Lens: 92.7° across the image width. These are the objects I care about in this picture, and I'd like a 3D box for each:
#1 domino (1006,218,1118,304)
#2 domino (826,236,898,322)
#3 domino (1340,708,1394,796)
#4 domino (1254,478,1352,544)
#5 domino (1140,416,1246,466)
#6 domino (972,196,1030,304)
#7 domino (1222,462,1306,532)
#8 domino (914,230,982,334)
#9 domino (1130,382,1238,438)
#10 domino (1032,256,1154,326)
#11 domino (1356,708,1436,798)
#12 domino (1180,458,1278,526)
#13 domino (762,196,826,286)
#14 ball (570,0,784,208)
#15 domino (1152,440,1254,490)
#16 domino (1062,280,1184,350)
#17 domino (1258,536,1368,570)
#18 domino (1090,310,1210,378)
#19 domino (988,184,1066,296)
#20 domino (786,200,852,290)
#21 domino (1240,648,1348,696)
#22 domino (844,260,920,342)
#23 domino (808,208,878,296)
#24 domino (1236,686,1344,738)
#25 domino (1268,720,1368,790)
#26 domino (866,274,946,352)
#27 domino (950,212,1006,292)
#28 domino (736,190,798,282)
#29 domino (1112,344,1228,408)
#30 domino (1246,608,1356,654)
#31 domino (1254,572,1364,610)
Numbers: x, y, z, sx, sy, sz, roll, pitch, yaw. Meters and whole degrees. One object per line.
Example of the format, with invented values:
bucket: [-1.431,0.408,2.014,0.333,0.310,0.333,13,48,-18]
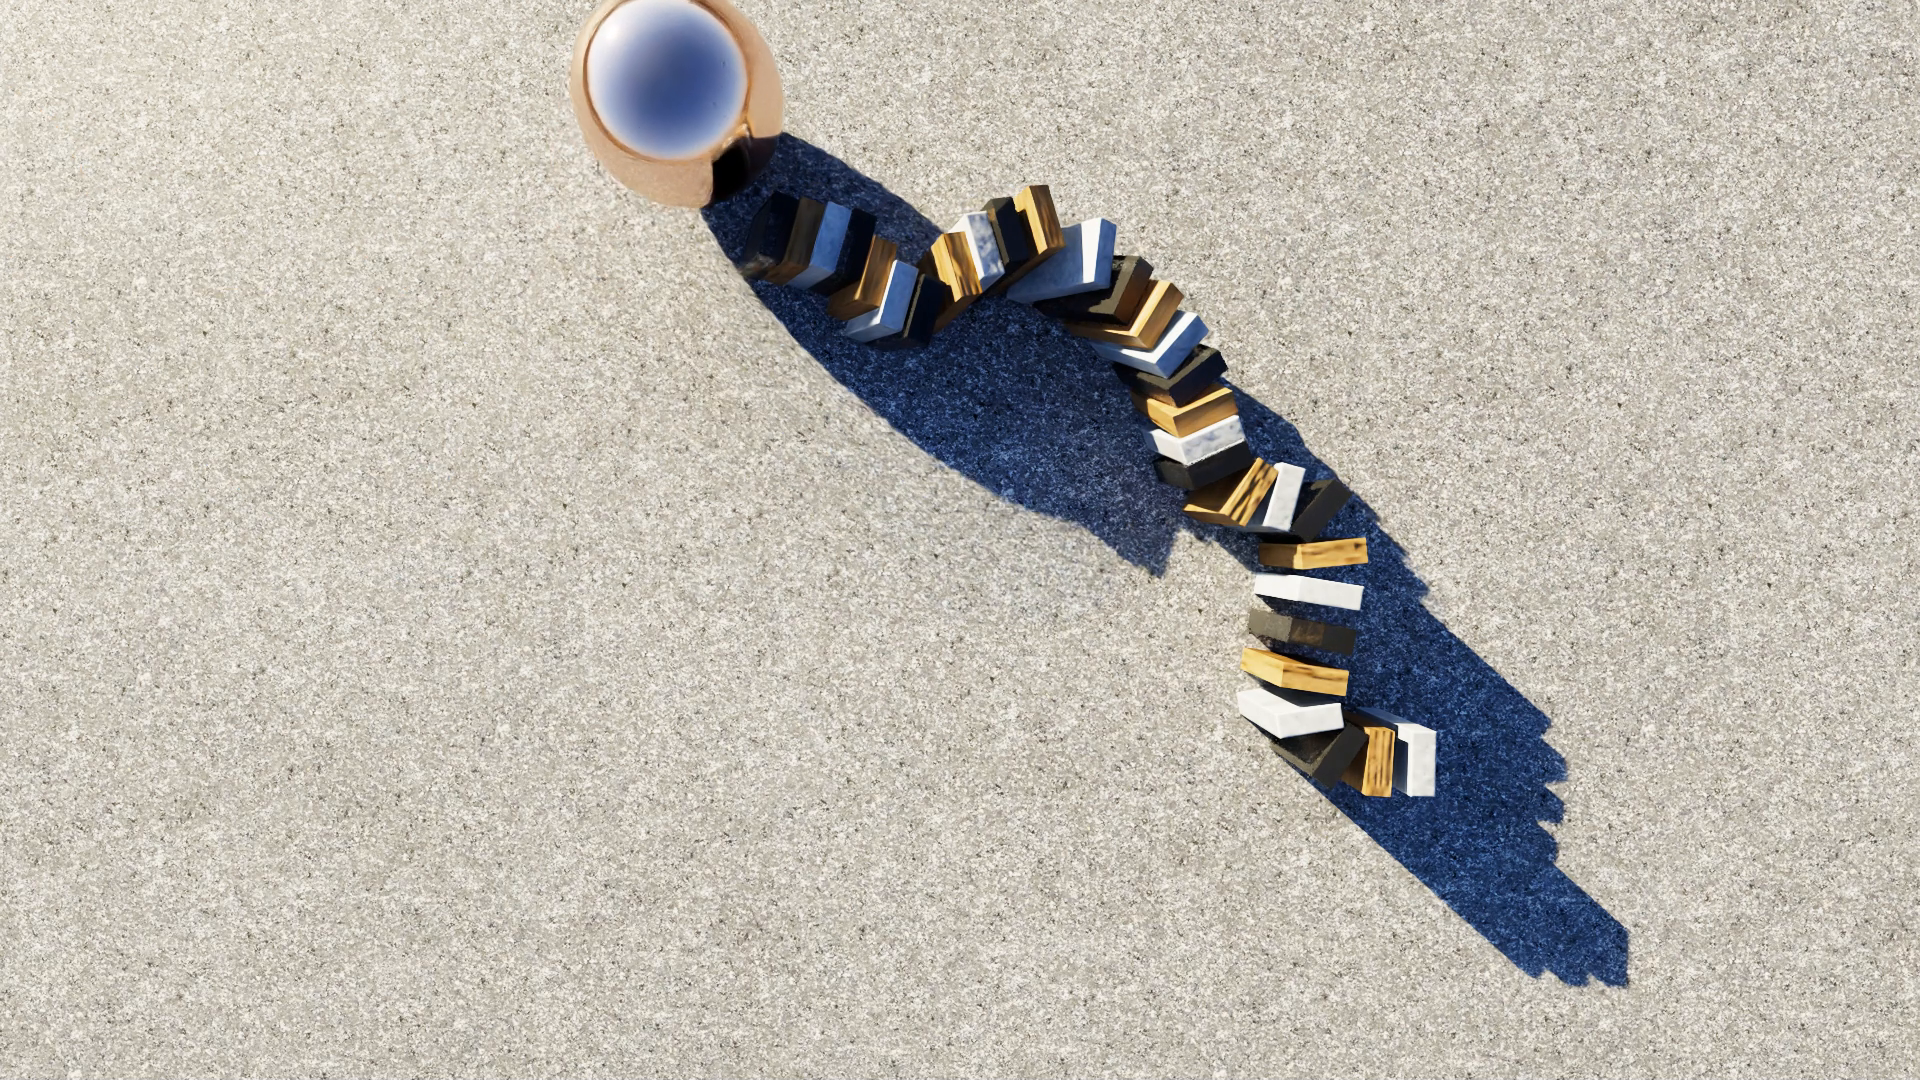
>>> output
domino: [0.041,-0.114,0.378,0.010,0.050,0.025,7,90,-40]
domino: [-0.041,-0.106,0.375,0.009,0.050,0.025,16,90,-24]
domino: [0.161,0.085,0.375,0.009,0.050,0.025,4,90,0]
domino: [0.138,-0.011,0.375,0.010,0.050,0.025,42,90,-1]
domino: [0.094,-0.044,0.375,0.025,0.050,0.010,-24,104,0]
domino: [0.010,-0.117,0.375,0.009,0.050,0.025,-17,90,-24]
domino: [0.123,-0.016,0.375,0.010,0.050,0.025,15,90,-2]
domino: [-0.008,-0.103,0.375,0.010,0.050,0.025,-17,90,-23]
domino: [0.090,-0.057,0.375,0.025,0.050,0.009,-24,113,0]
domino: [0.054,-0.104,0.378,0.010,0.050,0.025,25,90,-38]
domino: [0.177,0.086,0.375,0.009,0.050,0.025,1,90,0]
domino: [0.109,-0.020,0.375,0.010,0.050,0.025,32,90,-7]
domino: [-0.069,-0.121,0.375,0.010,0.050,0.025,16,90,-24]
ball: [-0.110,-0.173,0.360,0.080,0.080,0.080,0,90,0]
domino: [0.098,-0.032,0.375,0.025,0.050,0.010,-24,98,0]
domino: [0.066,-0.095,0.377,0.009,0.050,0.025,32,90,-35]
domino: [0.143,0.005,0.375,0.025,0.050,0.010,-6,91,0]
domino: [0.076,-0.083,0.376,0.025,0.050,0.010,-49,121,0]
domino: [0.022,-0.122,0.376,0.010,0.050,0.025,-16,90,-31]
domino: [-0.059,-0.119,0.375,0.010,0.050,0.025,16,90,-24]
domino: [0.136,0.053,0.375,0.025,0.050,0.009,8,90,0]
domino: [-0.033,-0.097,0.375,0.010,0.050,0.025,16,90,-24]
domino: [-0.049,-0.117,0.375,0.009,0.050,0.025,16,90,-24]
domino: [0.134,0.069,0.375,0.025,0.050,0.010,-9,90,0]
domino: [0.145,0.083,0.375,0.009,0.050,0.025,35,90,0]
domino: [-0.023,-0.092,0.375,0.010,0.050,0.025,16,91,-25]
domino: [0.000,-0.111,0.375,0.010,0.050,0.025,-17,90,-24]
domino: [-0.079,-0.123,0.375,0.009,0.050,0.025,16,90,-24]
domino: [0.085,-0.071,0.376,0.025,0.050,0.009,-38,117,0]
domino: [0.138,0.037,0.375,0.025,0.050,0.010,11,90,0]
domino: [0.141,0.021,0.375,0.025,0.050,0.009,9,90,0]
